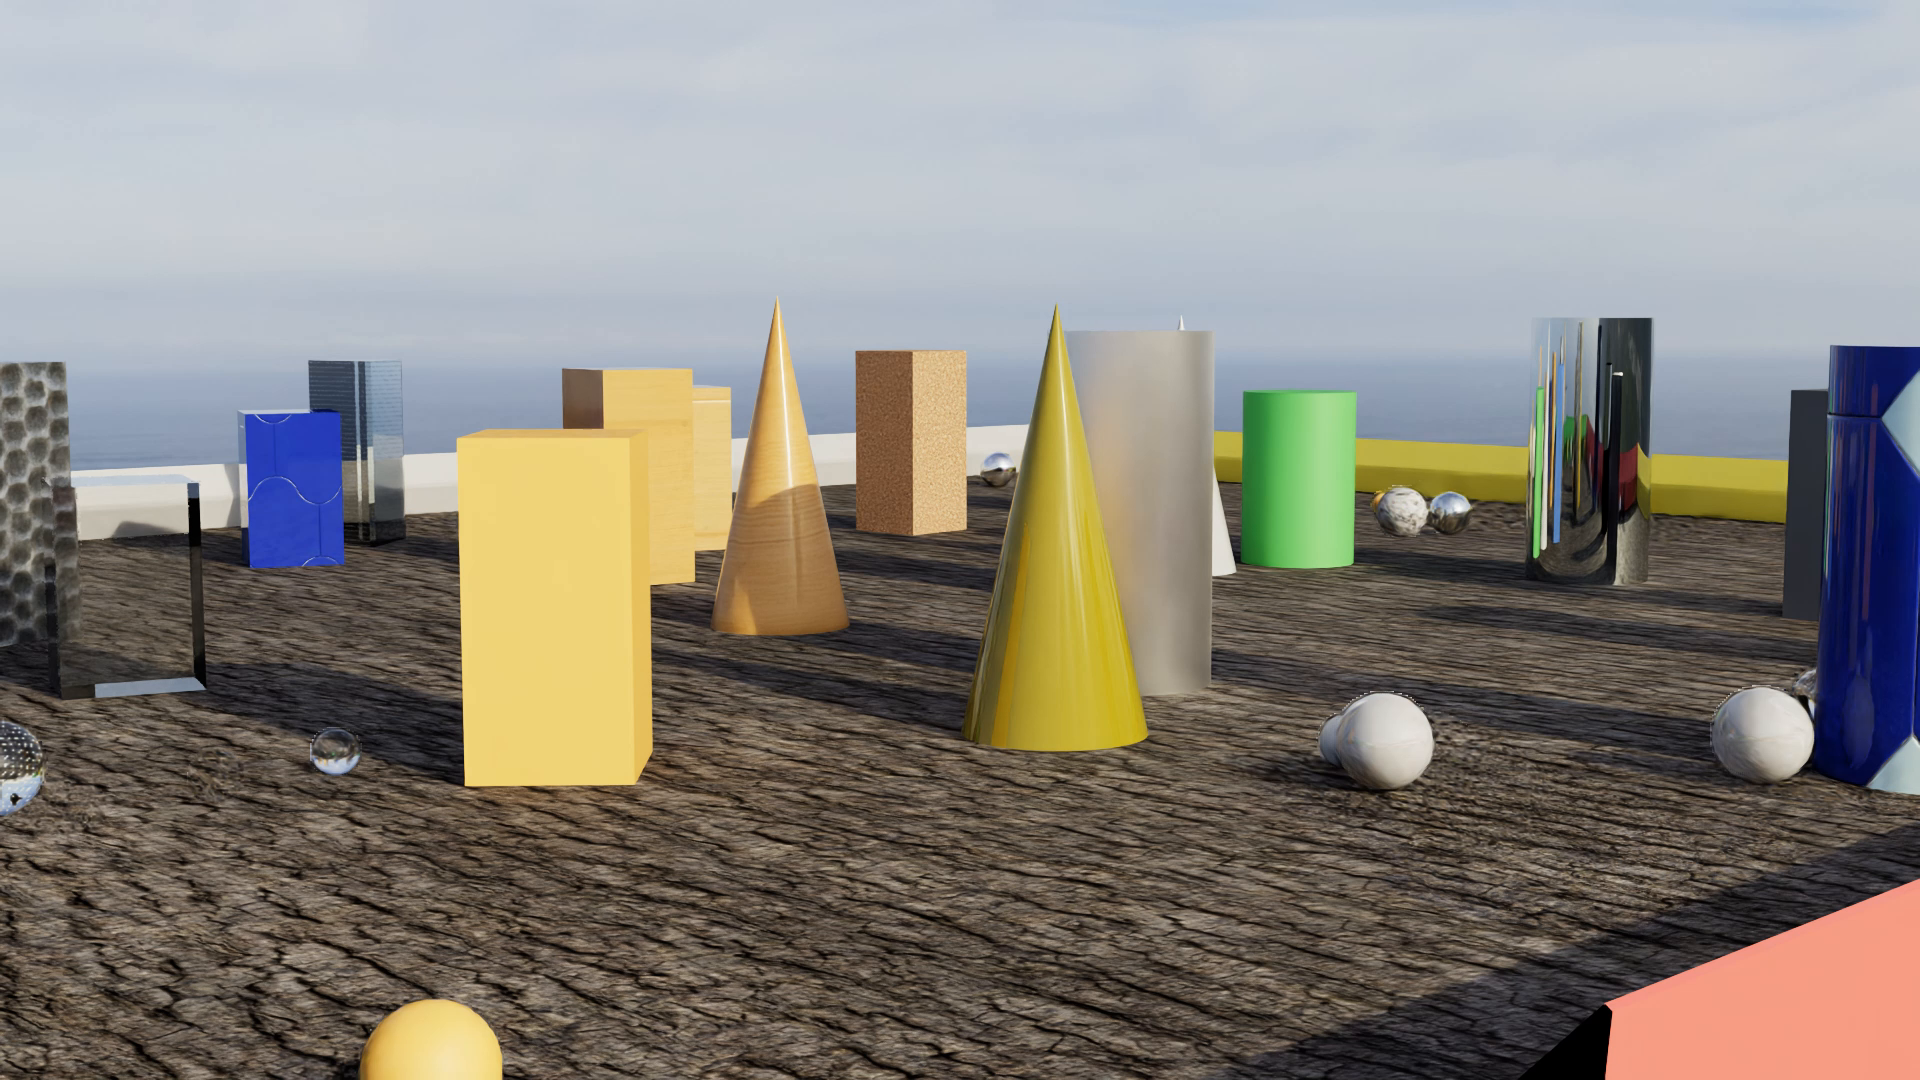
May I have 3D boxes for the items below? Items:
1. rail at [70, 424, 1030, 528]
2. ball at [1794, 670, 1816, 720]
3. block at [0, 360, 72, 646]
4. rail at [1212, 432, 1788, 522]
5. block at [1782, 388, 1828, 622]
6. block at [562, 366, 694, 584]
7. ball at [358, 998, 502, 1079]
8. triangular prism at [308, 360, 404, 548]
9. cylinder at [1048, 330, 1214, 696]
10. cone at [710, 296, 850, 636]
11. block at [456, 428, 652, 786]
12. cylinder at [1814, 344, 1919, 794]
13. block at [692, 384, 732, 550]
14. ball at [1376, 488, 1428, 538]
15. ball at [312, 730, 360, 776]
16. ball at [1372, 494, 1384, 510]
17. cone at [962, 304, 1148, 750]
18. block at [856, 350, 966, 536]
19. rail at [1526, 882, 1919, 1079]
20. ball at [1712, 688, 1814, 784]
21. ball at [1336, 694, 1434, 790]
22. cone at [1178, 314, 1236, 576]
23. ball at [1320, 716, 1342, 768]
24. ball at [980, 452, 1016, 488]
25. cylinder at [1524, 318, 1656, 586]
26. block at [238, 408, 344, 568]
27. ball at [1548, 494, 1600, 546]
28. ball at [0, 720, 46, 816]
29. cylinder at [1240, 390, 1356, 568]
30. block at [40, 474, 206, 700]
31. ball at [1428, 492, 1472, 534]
[{"bbox_3d":[-1.286,-0.111,4.718,4.319,0.129,0.045,-5,8,-42],"label":"rail"},{"bbox_3d":[0.939,0.169,2.395,0.057,0.057,0.057,0,6,0],"label":"ball"},{"bbox_3d":[-1.328,-0.053,2.989,0.159,0.375,0.159,2,6,20],"label":"block"},{"bbox_3d":[1.570,-0.117,4.772,0.045,0.129,3.839,-5,8,-42],"label":"rail"},{"bbox_3d":[1.309,-0.051,3.176,0.159,0.331,0.159,-5,8,-41],"label":"block"},{"bbox_3d":[-0.548,-0.108,3.632,0.159,0.350,0.159,-4,7,-34],"label":"block"},{"bbox_3d":[-0.284,0.285,1.183,0.075,0.075,0.075,0,6,0],"label":"ball"},{"bbox_3d":[-1.136,-0.172,4.246,0.172,0.350,0.149,4,7,35],"label":"triangular prism"},{"bbox_3d":[0.202,-0.039,2.629,0.199,0.421,0.199,0,6,0],"label":"cylinder"},{"bbox_3d":[-0.256,-0.111,3.102,0.199,0.467,0.199,0,6,0],"label":"cone"},{"bbox_3d":[-0.389,0.060,2.132,0.159,0.327,0.159,0,6,-2],"label":"block"},{"bbox_3d":[0.928,0.021,2.098,0.199,0.412,0.199,0,6,0],"label":"cylinder"},{"bbox_3d":[-0.533,-0.137,4.146,0.159,0.303,0.159,-3,7,-26],"label":"block"},{"bbox_3d":[0.870,-0.054,4.330,0.099,0.099,0.099,0,6,0],"label":"ball"},{"bbox_3d":[-0.600,0.204,2.113,0.045,0.045,0.045,0,6,0],"label":"ball"},{"bbox_3d":[0.932,-0.081,4.845,0.045,0.045,0.045,0,6,0],"label":"ball"},{"bbox_3d":[0.100,-0.022,2.307,0.199,0.454,0.199,0,6,0],"label":"cone"},{"bbox_3d":[-0.099,-0.202,4.470,0.159,0.364,0.159,5,8,42],"label":"block"},{"bbox_3d":[1.286,0.178,1.946,4.319,0.129,0.045,-5,8,-42],"label":"rail"},{"bbox_3d":[0.758,0.185,2.076,0.091,0.091,0.091,0,6,0],"label":"ball"},{"bbox_3d":[0.395,0.188,2.048,0.090,0.090,0.090,0,6,0],"label":"ball"},{"bbox_3d":[0.377,-0.167,3.767,0.199,0.439,0.199,0,6,0],"label":"cone"},{"bbox_3d":[0.377,0.197,2.151,0.052,0.052,0.052,0,6,0],"label":"ball"},{"bbox_3d":[0.096,-0.177,5.556,0.090,0.090,0.090,0,6,0],"label":"ball"},{"bbox_3d":[1.047,-0.152,3.655,0.199,0.433,0.199,0,6,0],"label":"cylinder"},{"bbox_3d":[-1.188,-0.094,3.903,0.159,0.267,0.159,-2,6,-23],"label":"block"},{"bbox_3d":[1.168,-0.038,4.184,0.097,0.097,0.097,0,6,0],"label":"ball"},{"bbox_3d":[-0.853,0.201,1.940,0.086,0.086,0.086,0,6,0],"label":"ball"},{"bbox_3d":[0.600,-0.112,3.900,0.199,0.303,0.199,0,6,0],"label":"cylinder"},{"bbox_3d":[-0.996,0.051,2.615,0.159,0.245,0.159,-3,7,-27],"label":"block"},{"bbox_3d":[0.976,-0.053,4.382,0.086,0.086,0.086,0,6,0],"label":"ball"}]
